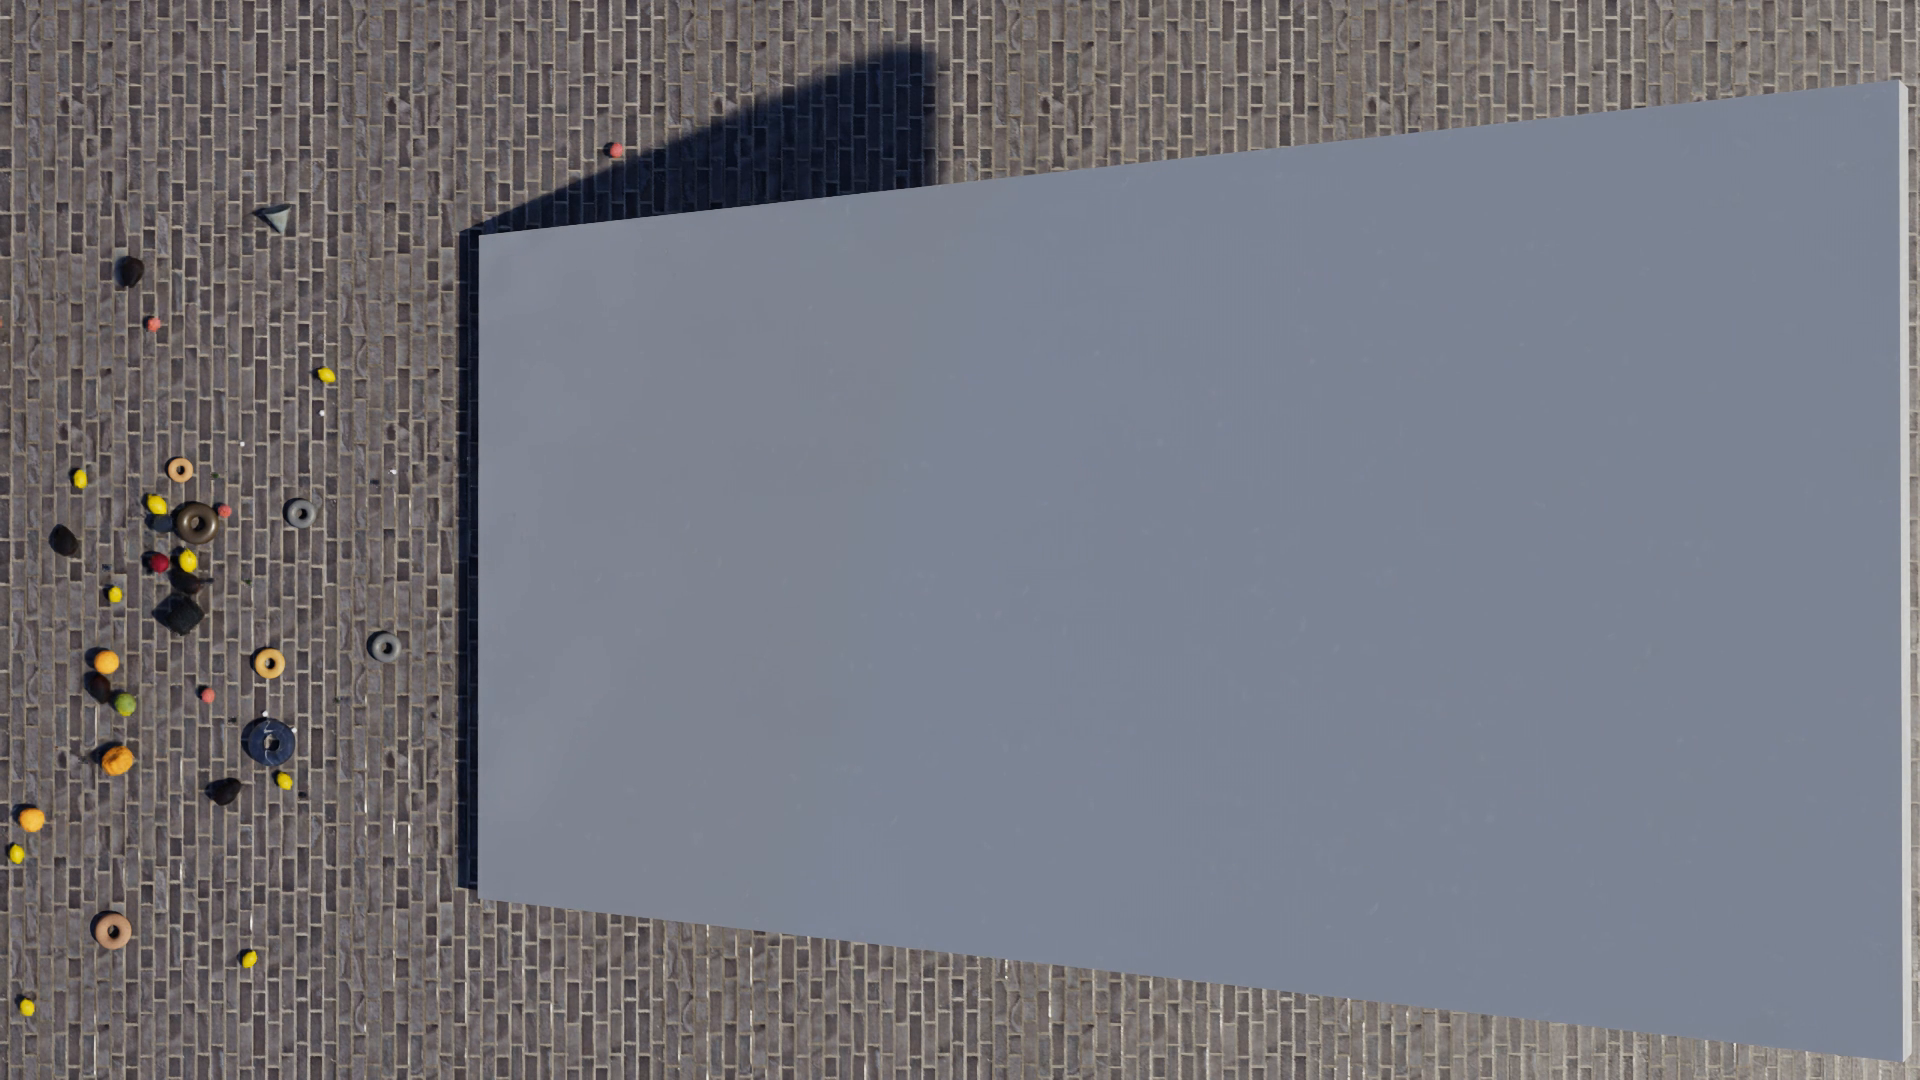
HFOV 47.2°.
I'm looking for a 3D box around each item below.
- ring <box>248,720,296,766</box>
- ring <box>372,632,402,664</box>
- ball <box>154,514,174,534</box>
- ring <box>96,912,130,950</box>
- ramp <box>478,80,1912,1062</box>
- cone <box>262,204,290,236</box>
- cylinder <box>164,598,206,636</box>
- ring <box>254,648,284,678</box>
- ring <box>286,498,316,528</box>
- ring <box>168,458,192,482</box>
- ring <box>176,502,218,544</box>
[{"bbox_3d":[-2.093,0.618,6.688,0.143,0.048,0.143,0,90,-1],"label":"ring"},{"bbox_3d":[-1.747,0.328,6.699,0.094,0.031,0.094,0,91,0],"label":"ring"},{"bbox_3d":[-2.423,-0.047,6.688,0.058,0.058,0.058,0,90,0],"label":"ball"},{"bbox_3d":[-2.576,1.190,6.688,0.111,0.037,0.111,0,89,1],"label":"ring"},{"bbox_3d":[0.258,0.071,5.595,4.000,0.100,2.000,0,89,33],"label":"ramp"},{"bbox_3d":[-2.074,-0.967,6.706,0.087,0.087,0.087,-8,116,0],"label":"cone"},{"bbox_3d":[-2.352,0.232,6.674,0.083,0.083,0.083,-43,90,0],"label":"cylinder"},{"bbox_3d":[-2.103,0.376,6.698,0.094,0.031,0.094,0,88,0],"label":"ring"},{"bbox_3d":[-2.007,-0.080,6.703,0.091,0.030,0.091,0,91,0],"label":"ring"},{"bbox_3d":[-2.377,-0.214,6.706,0.077,0.026,0.077,0,90,1],"label":"ring"},{"bbox_3d":[-2.321,-0.050,6.696,0.129,0.043,0.129,0,90,-1],"label":"ring"}]
